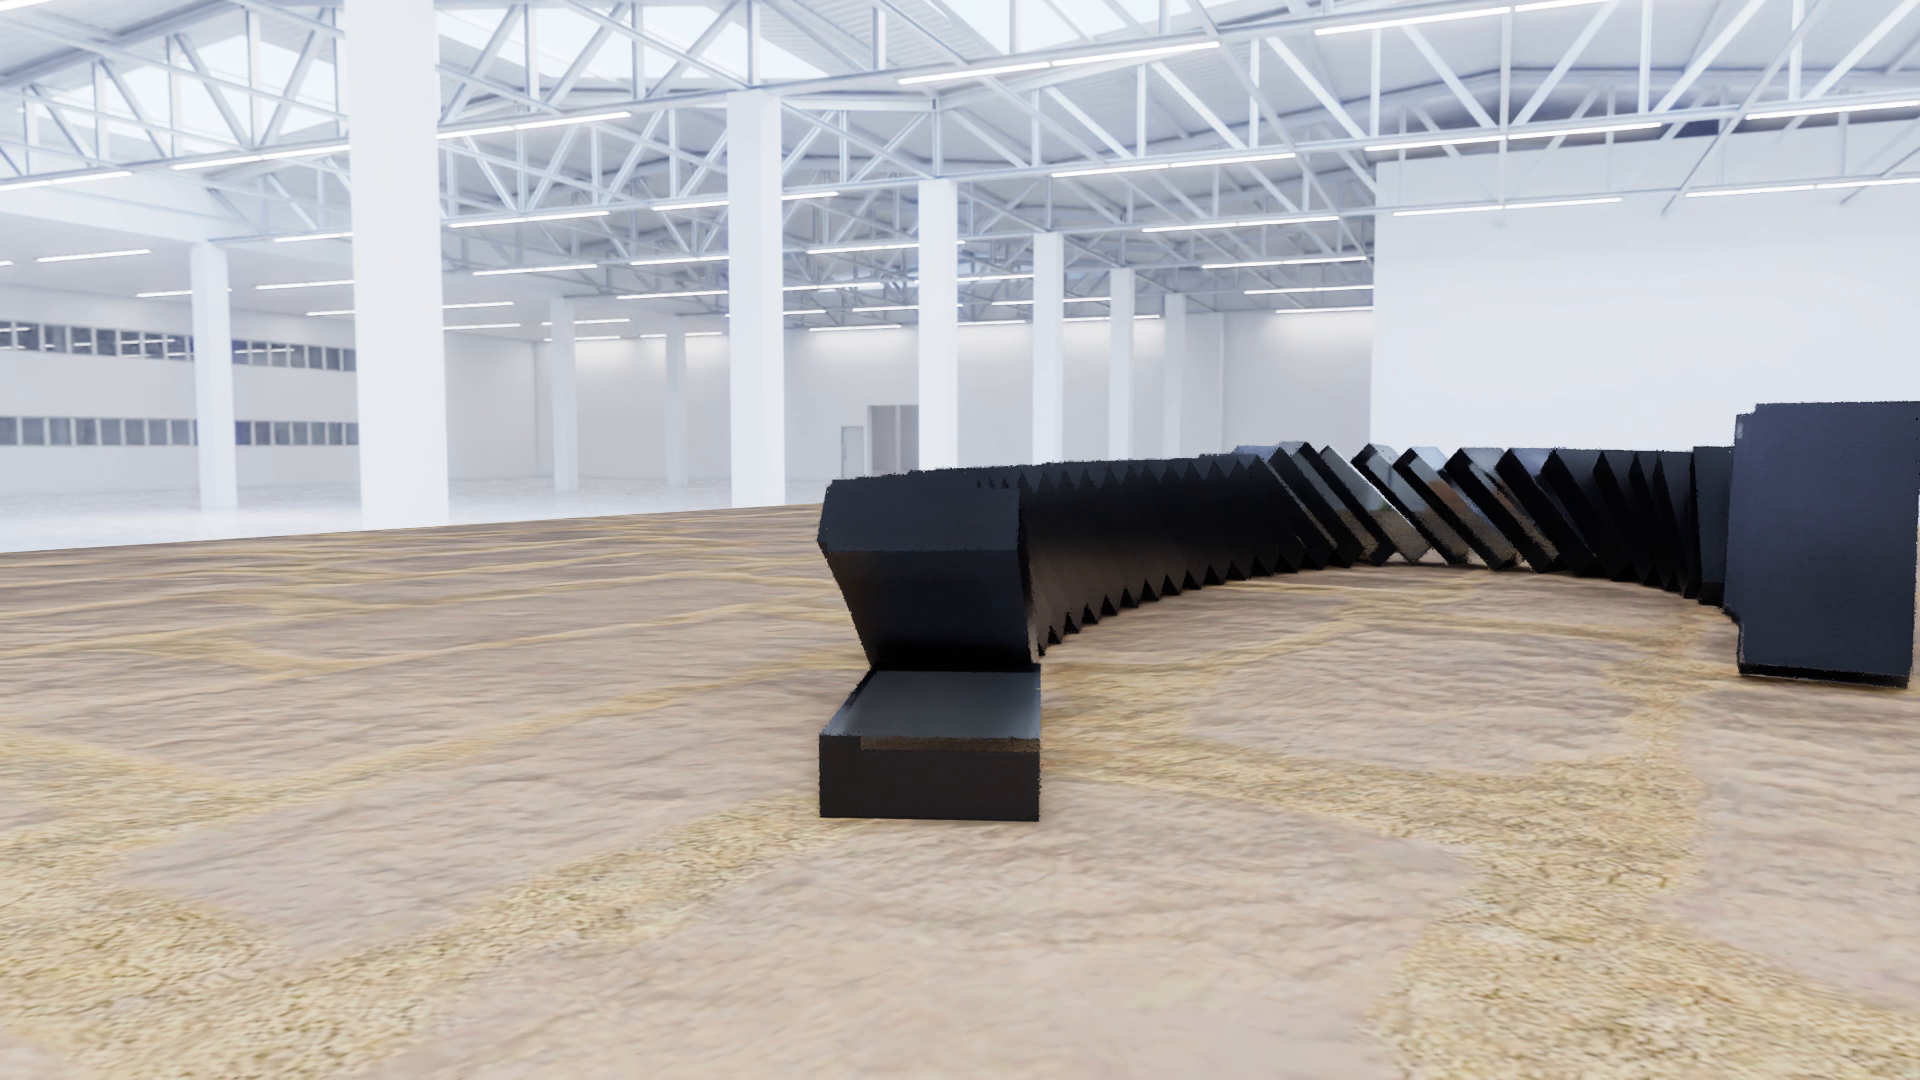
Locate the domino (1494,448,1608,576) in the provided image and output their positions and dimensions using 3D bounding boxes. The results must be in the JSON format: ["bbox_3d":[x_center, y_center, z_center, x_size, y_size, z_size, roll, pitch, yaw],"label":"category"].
[{"bbox_3d":[0.203,-0.010,0.426,0.025,0.010,0.050,-1,47,-22],"label":"domino"}]

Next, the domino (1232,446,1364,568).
[{"bbox_3d":[0.115,-0.012,0.443,0.050,0.009,0.025,46,-12,-18],"label":"domino"}]

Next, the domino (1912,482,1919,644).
[{"bbox_3d":[0.170,-0.001,0.248,0.025,0.050,0.010,3,-16,35],"label":"domino"}]

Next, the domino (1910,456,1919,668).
[{"bbox_3d":[0.163,-0.001,0.240,0.025,0.050,0.010,3,-16,35],"label":"domino"}]

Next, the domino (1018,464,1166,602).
[{"bbox_3d":[0.034,-0.001,0.336,0.025,0.009,0.050,2,-31,30],"label":"domino"}]

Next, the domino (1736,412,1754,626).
[{"bbox_3d":[0.194,-0.004,0.293,0.025,0.050,0.009,3,-16,35],"label":"domino"}]

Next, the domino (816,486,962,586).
[{"bbox_3d":[-0.004,0.009,0.208,0.025,0.010,0.050,1,-30,11],"label":"domino"}]

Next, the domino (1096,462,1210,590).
[{"bbox_3d":[0.050,-0.004,0.366,0.025,0.009,0.050,3,-32,37],"label":"domino"}]

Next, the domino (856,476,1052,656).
[{"bbox_3d":[-0.001,0.006,0.243,0.025,0.010,0.050,1,-31,19],"label":"domino"}]

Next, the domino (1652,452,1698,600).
[{"bbox_3d":[0.215,-0.005,0.363,0.025,0.009,0.050,1,45,15],"label":"domino"}]

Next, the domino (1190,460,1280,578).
[{"bbox_3d":[0.079,-0.007,0.405,0.025,0.009,0.050,4,-31,44],"label":"domino"}]

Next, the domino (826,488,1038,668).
[{"bbox_3d":[-0.002,0.010,0.190,0.025,0.009,0.050,0,-31,7],"label":"domino"}]

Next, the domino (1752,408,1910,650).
[{"bbox_3d":[0.186,-0.003,0.274,0.025,0.050,0.009,3,-16,35],"label":"domino"}]

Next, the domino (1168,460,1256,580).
[{"bbox_3d":[0.068,-0.006,0.393,0.025,0.009,0.050,4,-31,41],"label":"domino"}]

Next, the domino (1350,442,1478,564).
[{"bbox_3d":[0.163,-0.013,0.456,0.025,0.009,0.050,0,47,-54],"label":"domino"}]

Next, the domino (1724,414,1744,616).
[{"bbox_3d":[0.203,-0.006,0.313,0.025,0.050,0.009,3,-17,34],"label":"domino"}]

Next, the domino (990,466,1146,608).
[{"bbox_3d":[0.027,0.000,0.322,0.025,0.009,0.050,2,-31,29],"label":"domino"}]

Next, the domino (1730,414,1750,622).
[{"bbox_3d":[0.198,-0.005,0.303,0.025,0.050,0.009,3,-17,35],"label":"domino"}]

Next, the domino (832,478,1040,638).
[{"bbox_3d":[-0.004,0.007,0.226,0.025,0.010,0.050,1,-31,17],"label":"domino"}]

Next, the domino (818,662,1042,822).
[{"bbox_3d":[-0.002,0.025,0.170,0.025,0.009,0.050,0,4,4],"label":"domino"}]

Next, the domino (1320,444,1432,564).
[{"bbox_3d":[0.148,-0.013,0.461,0.050,0.010,0.025,47,17,12],"label":"domino"}]

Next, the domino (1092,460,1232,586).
[{"bbox_3d":[0.059,-0.005,0.379,0.025,0.010,0.050,3,-32,38],"label":"domino"}]

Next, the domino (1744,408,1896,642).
[{"bbox_3d":[0.190,-0.004,0.284,0.025,0.050,0.010,3,-16,35],"label":"domino"}]

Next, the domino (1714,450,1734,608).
[{"bbox_3d":[0.212,-0.004,0.331,0.025,0.009,0.050,6,51,33],"label":"domino"}]

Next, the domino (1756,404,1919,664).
[{"bbox_3d":[0.176,-0.002,0.256,0.025,0.050,0.009,3,-16,35],"label":"domino"}]

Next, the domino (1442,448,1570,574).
[{"bbox_3d":[0.191,-0.011,0.438,0.025,0.009,0.050,-3,49,-36],"label":"domino"}]

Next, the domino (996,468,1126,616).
[{"bbox_3d":[0.020,0.001,0.307,0.025,0.010,0.050,2,-31,27],"label":"domino"}]

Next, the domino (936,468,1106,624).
[{"bbox_3d":[0.014,0.002,0.292,0.025,0.010,0.050,2,-31,26],"label":"domino"}]

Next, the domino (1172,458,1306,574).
[{"bbox_3d":[0.090,-0.008,0.418,0.025,0.010,0.050,5,-31,47],"label":"domino"}]

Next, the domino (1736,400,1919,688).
[{"bbox_3d":[0.157,0.000,0.232,0.025,0.050,0.010,3,-16,35],"label":"domino"}]

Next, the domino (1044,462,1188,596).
[{"bbox_3d":[0.042,-0.003,0.351,0.025,0.009,0.050,3,-32,32],"label":"domino"}]

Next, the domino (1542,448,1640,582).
[{"bbox_3d":[0.211,-0.009,0.411,0.025,0.010,0.050,0,47,-11],"label":"domino"}]

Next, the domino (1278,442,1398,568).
[{"bbox_3d":[0.130,-0.013,0.452,0.010,0.050,0.025,-43,7,-2],"label":"domino"}]

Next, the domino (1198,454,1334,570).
[{"bbox_3d":[0.101,-0.009,0.431,0.050,0.010,0.025,44,-20,-29],"label":"domino"}]

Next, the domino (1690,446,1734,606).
[{"bbox_3d":[0.213,-0.004,0.346,0.025,0.010,0.050,2,49,24],"label":"domino"}]

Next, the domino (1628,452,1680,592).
[{"bbox_3d":[0.217,-0.006,0.379,0.025,0.010,0.050,2,45,11],"label":"domino"}]

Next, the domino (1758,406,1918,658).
[{"bbox_3d":[0.181,-0.002,0.265,0.025,0.050,0.010,3,-16,35],"label":"domino"}]

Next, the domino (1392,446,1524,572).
[{"bbox_3d":[0.175,-0.012,0.445,0.025,0.010,0.050,-5,50,-50],"label":"domino"}]

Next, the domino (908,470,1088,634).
[{"bbox_3d":[0.008,0.003,0.276,0.025,0.010,0.050,2,-31,25],"label":"domino"}]

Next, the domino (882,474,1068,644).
[{"bbox_3d":[0.003,0.005,0.260,0.025,0.009,0.050,2,-31,22],"label":"domino"}]

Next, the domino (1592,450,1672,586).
[{"bbox_3d":[0.217,-0.007,0.395,0.025,0.010,0.050,1,46,2],"label":"domino"}]
